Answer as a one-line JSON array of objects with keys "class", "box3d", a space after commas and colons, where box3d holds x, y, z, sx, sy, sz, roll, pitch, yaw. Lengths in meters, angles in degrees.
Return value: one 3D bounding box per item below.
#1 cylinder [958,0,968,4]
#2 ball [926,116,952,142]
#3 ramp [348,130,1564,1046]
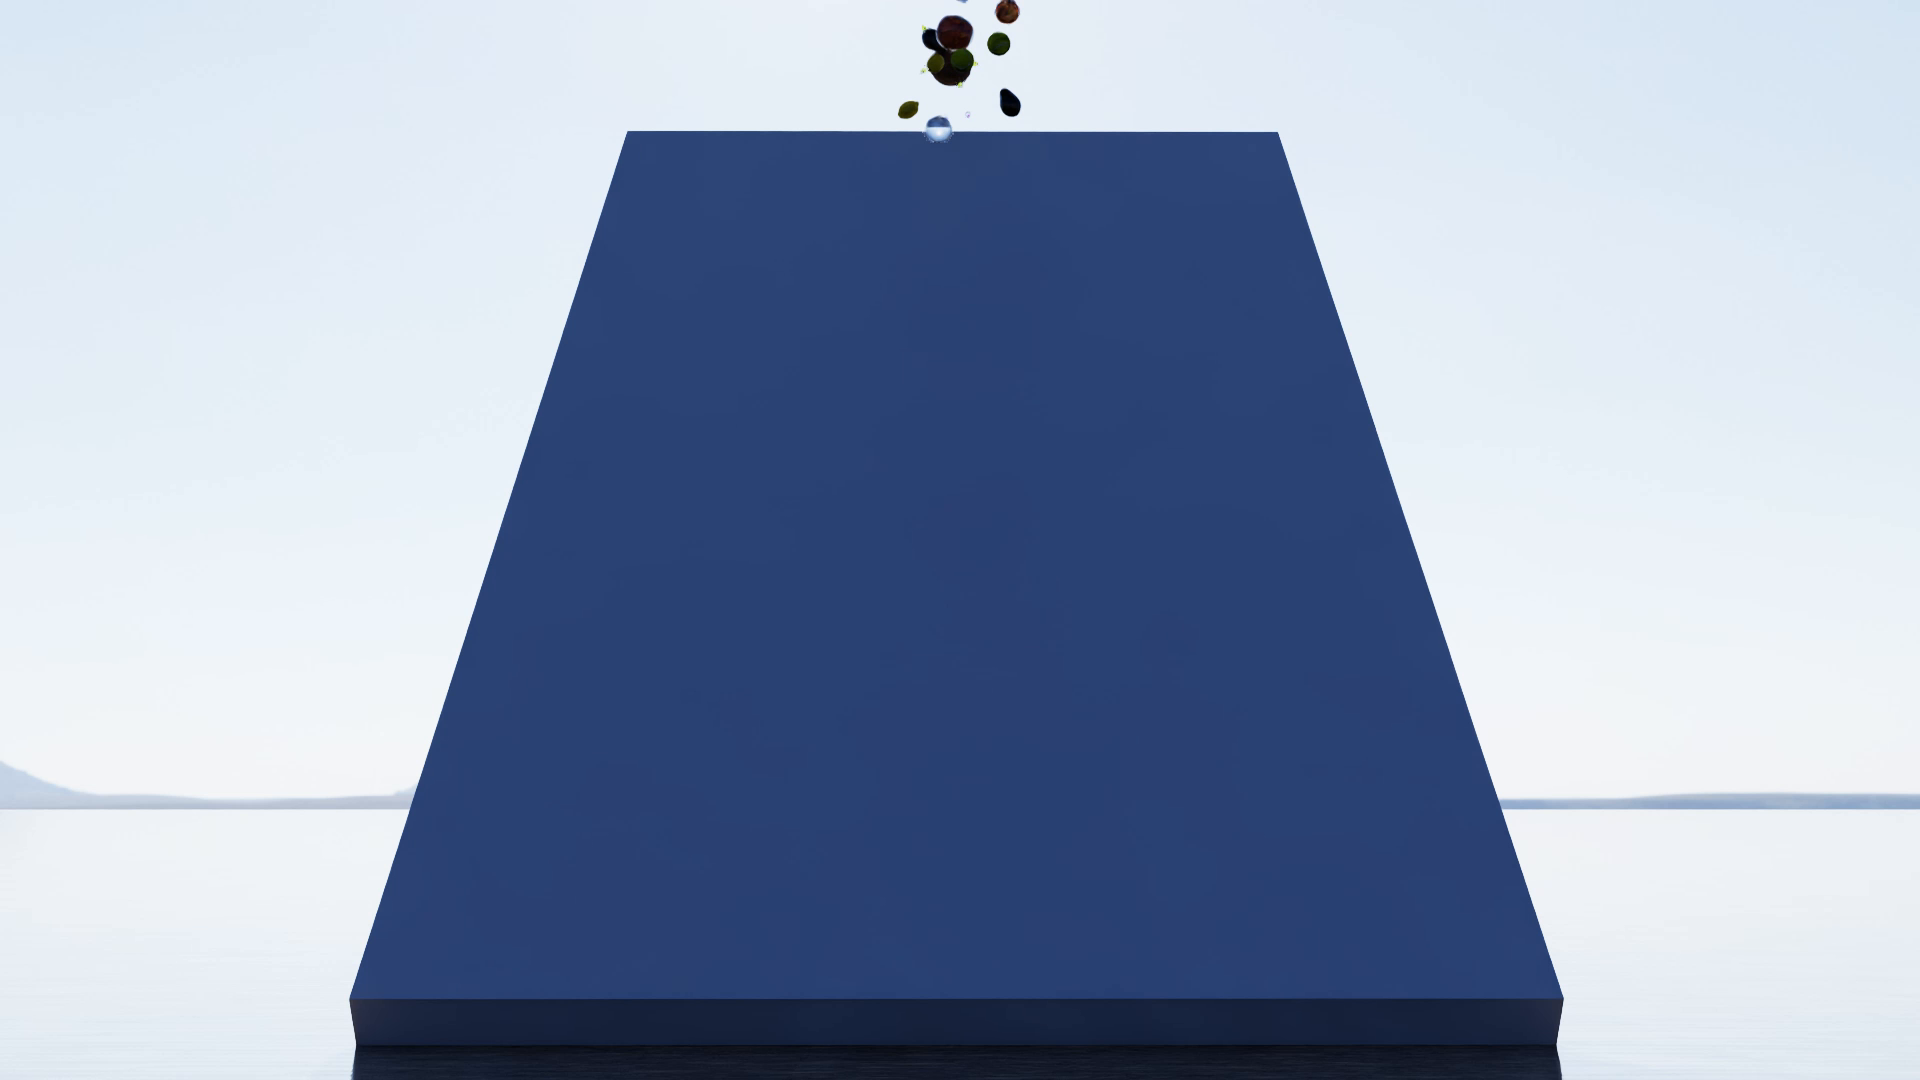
[{"class": "cylinder", "box3d": [-0.003, -1.693, 7.456, 0.060, 0.060, 0.060, 31, 9, 27]}, {"class": "ball", "box3d": [-0.065, -1.247, 7.337, 0.081, 0.081, 0.081, 0, -6, 0]}, {"class": "ramp", "box3d": [-0.013, -0.208, 5.733, 2.000, 0.100, 4.000, 0, 30, 0]}]
